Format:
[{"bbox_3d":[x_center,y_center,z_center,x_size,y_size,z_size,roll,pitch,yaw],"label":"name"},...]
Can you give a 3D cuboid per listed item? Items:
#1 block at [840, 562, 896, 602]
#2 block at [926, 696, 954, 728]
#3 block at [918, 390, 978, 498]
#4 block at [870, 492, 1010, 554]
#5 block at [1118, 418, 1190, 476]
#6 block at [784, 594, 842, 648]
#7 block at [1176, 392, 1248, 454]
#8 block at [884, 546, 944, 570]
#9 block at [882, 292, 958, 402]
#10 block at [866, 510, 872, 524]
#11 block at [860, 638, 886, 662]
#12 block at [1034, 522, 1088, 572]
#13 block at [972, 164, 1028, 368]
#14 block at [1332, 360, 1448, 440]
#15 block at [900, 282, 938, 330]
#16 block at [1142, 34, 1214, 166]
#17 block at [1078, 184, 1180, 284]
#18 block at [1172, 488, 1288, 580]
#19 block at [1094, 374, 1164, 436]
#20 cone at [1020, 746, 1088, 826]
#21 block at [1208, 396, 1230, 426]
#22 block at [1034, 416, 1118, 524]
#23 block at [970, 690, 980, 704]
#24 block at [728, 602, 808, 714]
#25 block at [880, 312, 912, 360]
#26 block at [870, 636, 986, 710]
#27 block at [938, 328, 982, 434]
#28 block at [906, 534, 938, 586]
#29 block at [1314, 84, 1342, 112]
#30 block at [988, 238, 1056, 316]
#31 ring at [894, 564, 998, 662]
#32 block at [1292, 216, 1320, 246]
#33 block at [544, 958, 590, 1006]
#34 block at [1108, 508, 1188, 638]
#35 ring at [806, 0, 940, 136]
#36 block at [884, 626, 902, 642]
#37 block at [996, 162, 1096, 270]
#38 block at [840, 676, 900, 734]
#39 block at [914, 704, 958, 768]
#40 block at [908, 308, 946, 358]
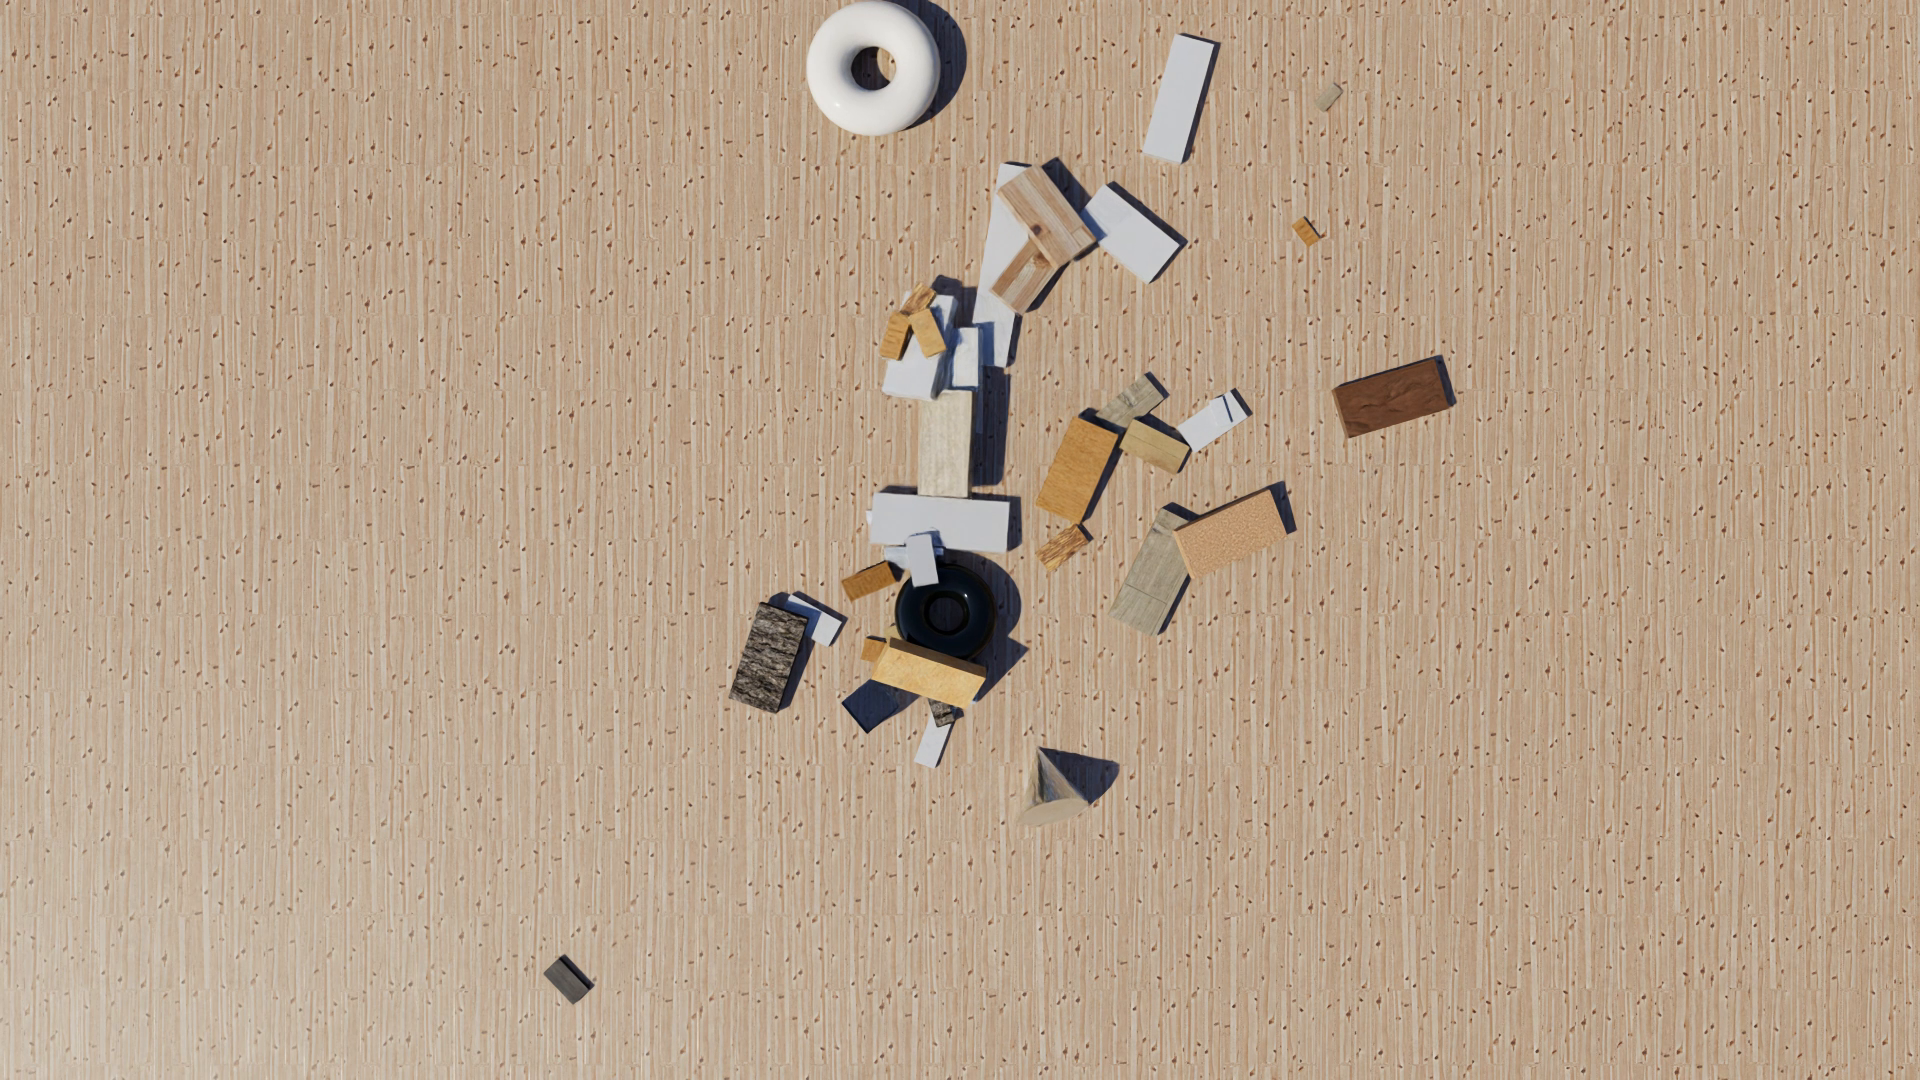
[{"bbox_3d":[-0.302,0.138,5.464,0.166,0.023,0.083,-23,132,0],"label":"block"},{"bbox_3d":[-0.066,0.554,5.470,0.063,0.018,0.126,-18,90,0],"label":"block"},{"bbox_3d":[-0.041,-0.316,5.404,0.173,0.049,0.346,3,91,21],"label":"block"},{"bbox_3d":[-0.067,-0.055,5.460,0.450,0.047,0.167,4,83,-2],"label":"block"},{"bbox_3d":[0.642,-0.308,5.469,0.212,0.030,0.106,26,93,-7],"label":"block"},{"bbox_3d":[-0.500,0.268,5.486,0.192,0.027,0.096,29,90,0],"label":"block"},{"bbox_3d":[0.837,-0.391,5.485,0.212,0.030,0.106,-34,90,0],"label":"block"},{"bbox_3d":[-0.151,0.060,5.452,0.192,0.096,0.027,1,58,0],"label":"block"},{"bbox_3d":[-0.131,-0.638,5.420,0.173,0.049,0.346,10,81,22],"label":"block"},{"bbox_3d":[-0.265,-0.080,5.489,0.091,0.013,0.045,-8,80,-1],"label":"block"},{"bbox_3d":[-0.251,0.377,5.490,0.146,0.021,0.073,13,90,0],"label":"block"},{"bbox_3d":[0.338,0.025,5.488,0.166,0.023,0.083,-38,90,0],"label":"block"},{"bbox_3d":[0.142,-0.910,5.481,0.135,0.038,0.664,10,90,0],"label":"block"},{"bbox_3d":[1.427,-0.467,5.476,0.345,0.049,0.172,-17,90,0],"label":"block"},{"bbox_3d":[-0.143,-0.767,5.417,0.074,0.021,0.148,32,90,24],"label":"block"},{"bbox_3d":[0.722,-1.463,5.481,0.134,0.038,0.406,16,90,0],"label":"block"},{"bbox_3d":[0.550,-1.014,5.477,0.322,0.046,0.161,39,90,0],"label":"block"},{"bbox_3d":[0.891,-0.020,5.440,0.345,0.049,0.172,-24,99,-8],"label":"block"},{"bbox_3d":[0.562,-0.442,5.485,0.212,0.030,0.106,-40,90,0],"label":"block"},{"bbox_3d":[0.281,0.788,5.447,0.235,0.235,0.235,-14,63,0],"label":"cone"},{"bbox_3d":[0.860,-0.424,5.464,0.046,0.013,0.092,-18,90,0],"label":"block"},{"bbox_3d":[0.385,-0.231,5.461,0.161,0.046,0.322,23,95,0],"label":"block"},{"bbox_3d":[0.036,0.477,5.474,0.063,0.018,0.126,16,91,-13],"label":"block"},{"bbox_3d":[-0.633,0.390,5.460,0.167,0.047,0.335,19,95,1],"label":"block"},{"bbox_3d":[-0.208,-0.669,5.404,0.074,0.021,0.148,20,95,25],"label":"block"},{"bbox_3d":[-0.101,0.433,5.358,0.335,0.047,0.167,19,131,-13],"label":"block"},{"bbox_3d":[-0.015,-0.522,5.448,0.173,0.049,0.346,0,90,20],"label":"block"},{"bbox_3d":[-0.124,0.066,5.385,0.083,0.023,0.166,-9,71,-3],"label":"block"},{"bbox_3d":[1.225,-1.473,5.493,0.046,0.013,0.092,42,90,0],"label":"block"},{"bbox_3d":[0.229,-0.887,5.448,0.135,0.038,0.269,39,82,-14],"label":"block"},{"bbox_3d":[-0.046,0.243,5.414,0.343,0.114,0.343,2,75,-7],"label":"ring"},{"bbox_3d":[1.151,-1.025,5.493,0.046,0.013,0.092,-37,90,0],"label":"block"},{"bbox_3d":[-1.310,1.468,5.490,0.073,0.021,0.146,-44,90,0],"label":"block"},{"bbox_3d":[0.656,0.110,5.476,0.172,0.049,0.397,26,90,0],"label":"block"},{"bbox_3d":[-0.284,-1.552,5.428,0.443,0.148,0.443,0,90,1],"label":"ring"},{"bbox_3d":[-0.150,0.314,5.470,0.192,0.027,0.096,-18,79,-3],"label":"block"},{"bbox_3d":[0.284,-1.063,5.416,0.161,0.046,0.322,-37,87,-12],"label":"block"},{"bbox_3d":[-0.294,0.539,5.433,0.133,0.133,0.133,-40,90,0],"label":"block"},{"bbox_3d":[-0.069,0.612,5.490,0.073,0.021,0.290,20,90,0],"label":"block"},{"bbox_3d":[-0.106,-0.672,5.357,0.074,0.021,0.148,-23,84,-6],"label":"block"}]
